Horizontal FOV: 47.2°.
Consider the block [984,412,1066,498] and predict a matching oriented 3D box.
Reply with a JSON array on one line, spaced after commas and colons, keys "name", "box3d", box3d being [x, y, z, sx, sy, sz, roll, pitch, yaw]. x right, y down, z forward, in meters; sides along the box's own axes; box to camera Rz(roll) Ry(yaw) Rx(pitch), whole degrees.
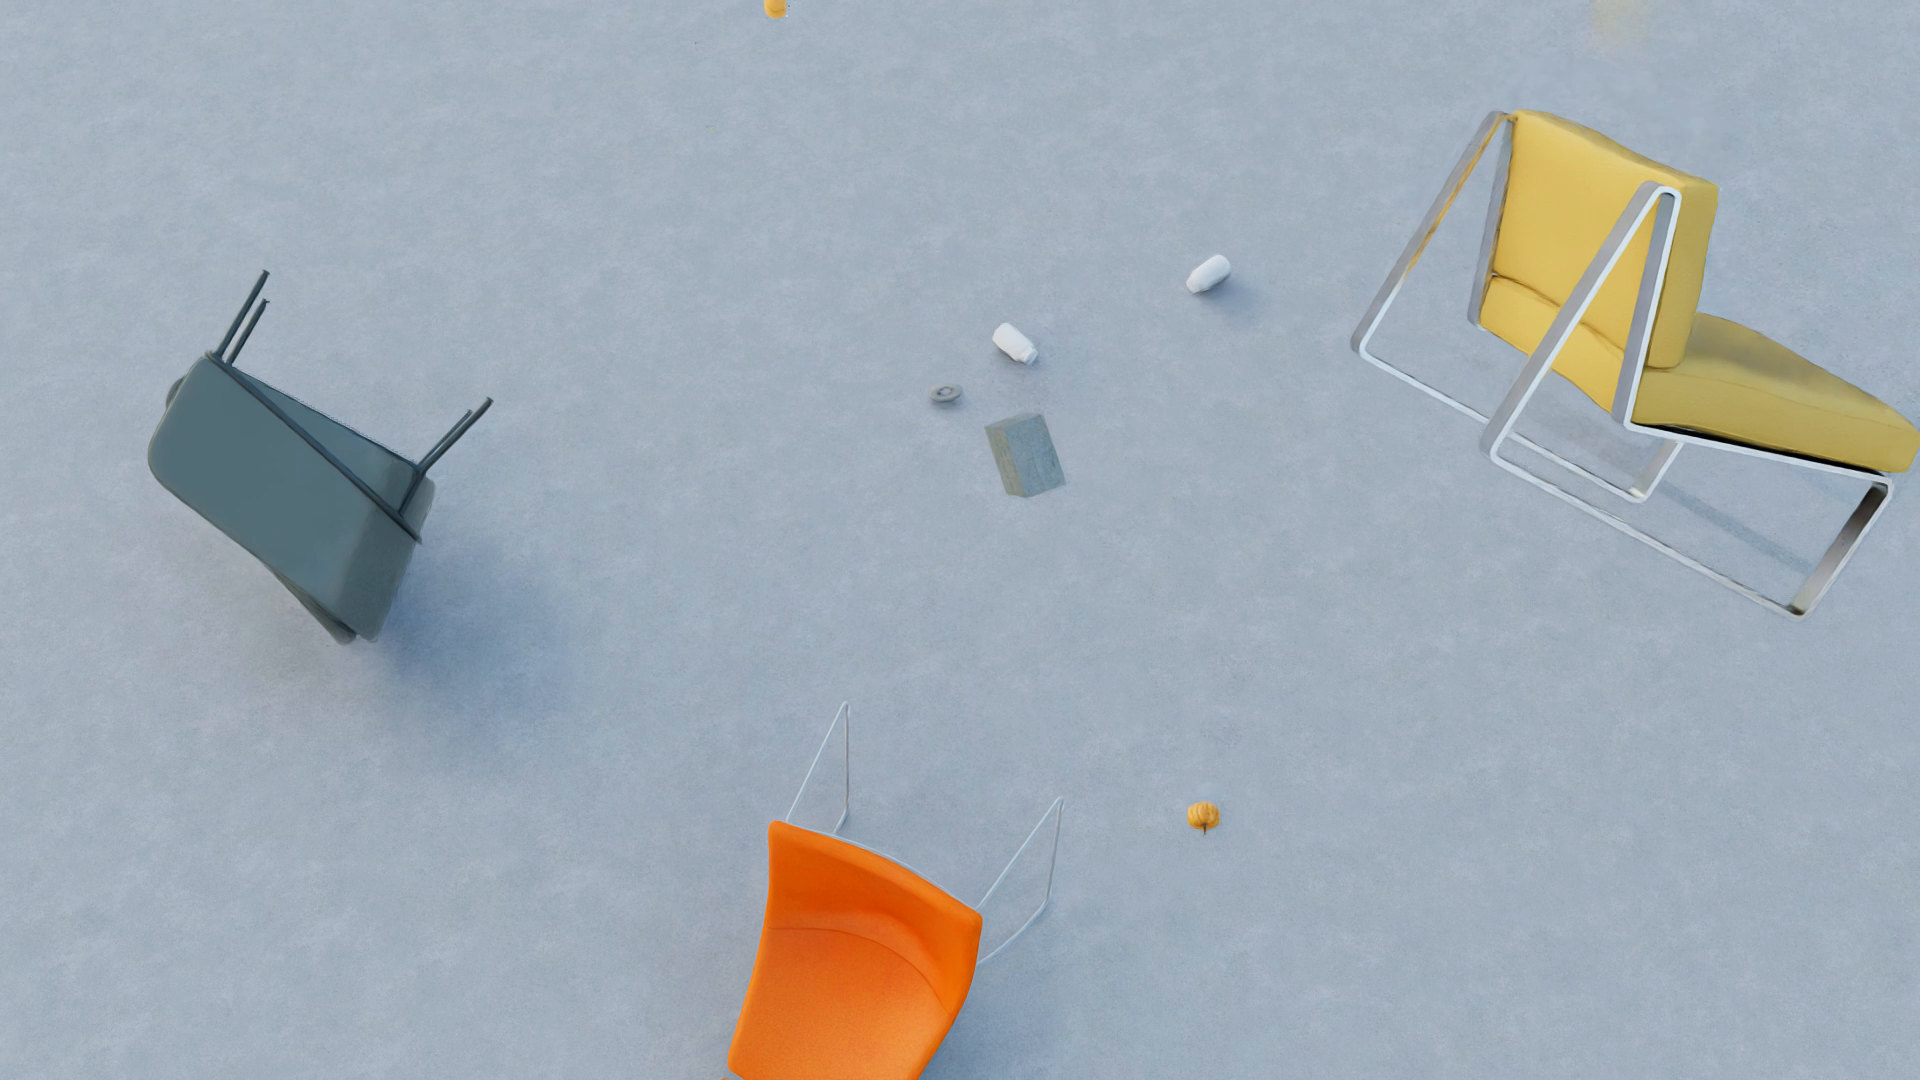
[{"name": "block", "box3d": [0.188, -0.249, 6.417, 0.121, 0.315, 0.212, -20, 97, -8]}]

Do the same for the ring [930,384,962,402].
[{"name": "ring", "box3d": [-0.044, -0.459, 6.851, 0.107, 0.034, 0.057, -7, 94, 8]}]
